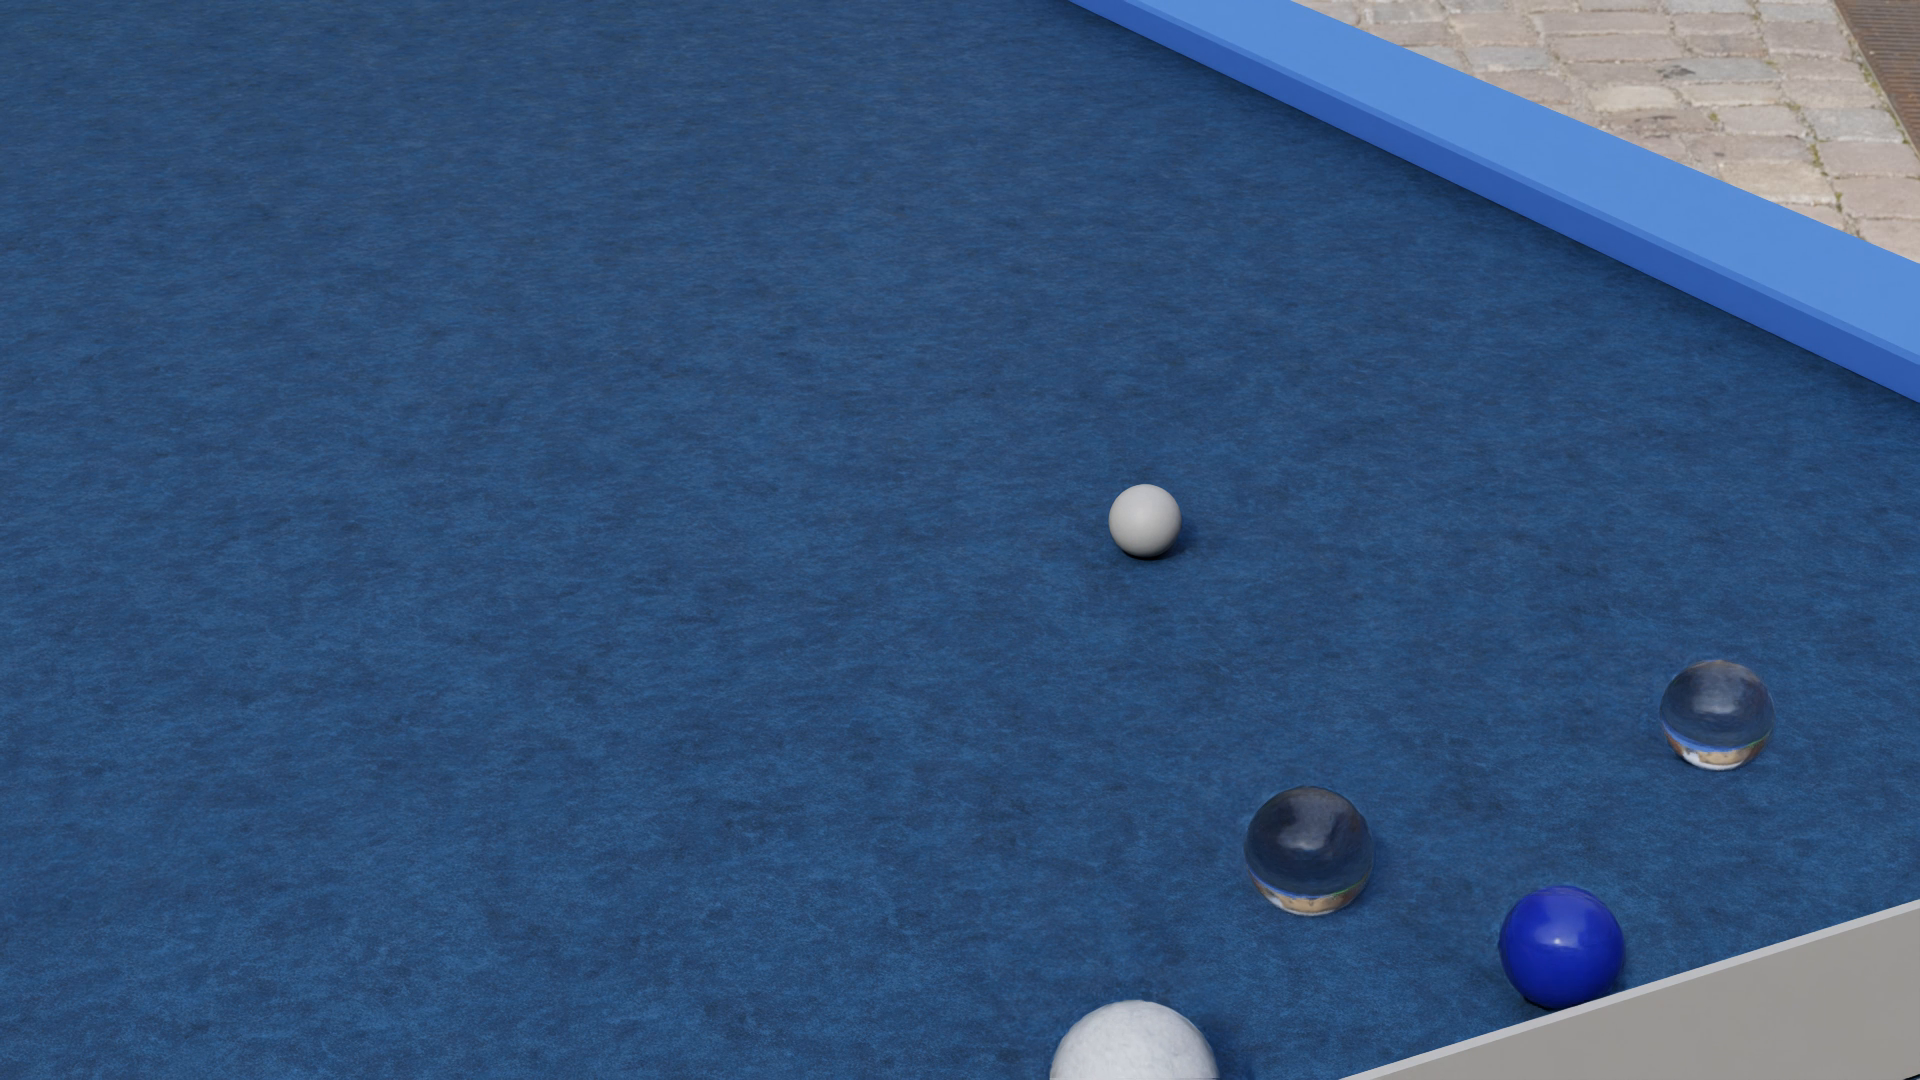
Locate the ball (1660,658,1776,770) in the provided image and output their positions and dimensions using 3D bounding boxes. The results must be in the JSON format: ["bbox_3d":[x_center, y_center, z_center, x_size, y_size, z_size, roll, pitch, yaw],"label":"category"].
[{"bbox_3d":[0.484,0.112,1.880,0.071,0.071,0.071,0,25,0],"label":"ball"}]

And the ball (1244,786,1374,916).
[{"bbox_3d":[0.204,0.182,1.722,0.076,0.076,0.076,0,25,0],"label":"ball"}]

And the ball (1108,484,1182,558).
[{"bbox_3d":[0.137,-0.014,2.174,0.054,0.054,0.054,0,25,0],"label":"ball"}]

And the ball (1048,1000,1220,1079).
[{"bbox_3d":[0.089,0.279,1.499,0.088,0.088,0.088,0,25,0],"label":"ball"}]

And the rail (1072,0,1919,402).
[{"bbox_3d":[0.414,-0.471,3.092,0.045,0.114,3.116,-12,27,-24],"label":"rail"}]

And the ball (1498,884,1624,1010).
[{"bbox_3d":[0.334,0.226,1.635,0.069,0.069,0.069,0,25,0],"label":"ball"}]

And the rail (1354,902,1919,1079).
[{"bbox_3d":[0.338,0.263,1.499,1.752,0.114,0.045,-12,27,-24],"label":"rail"}]
